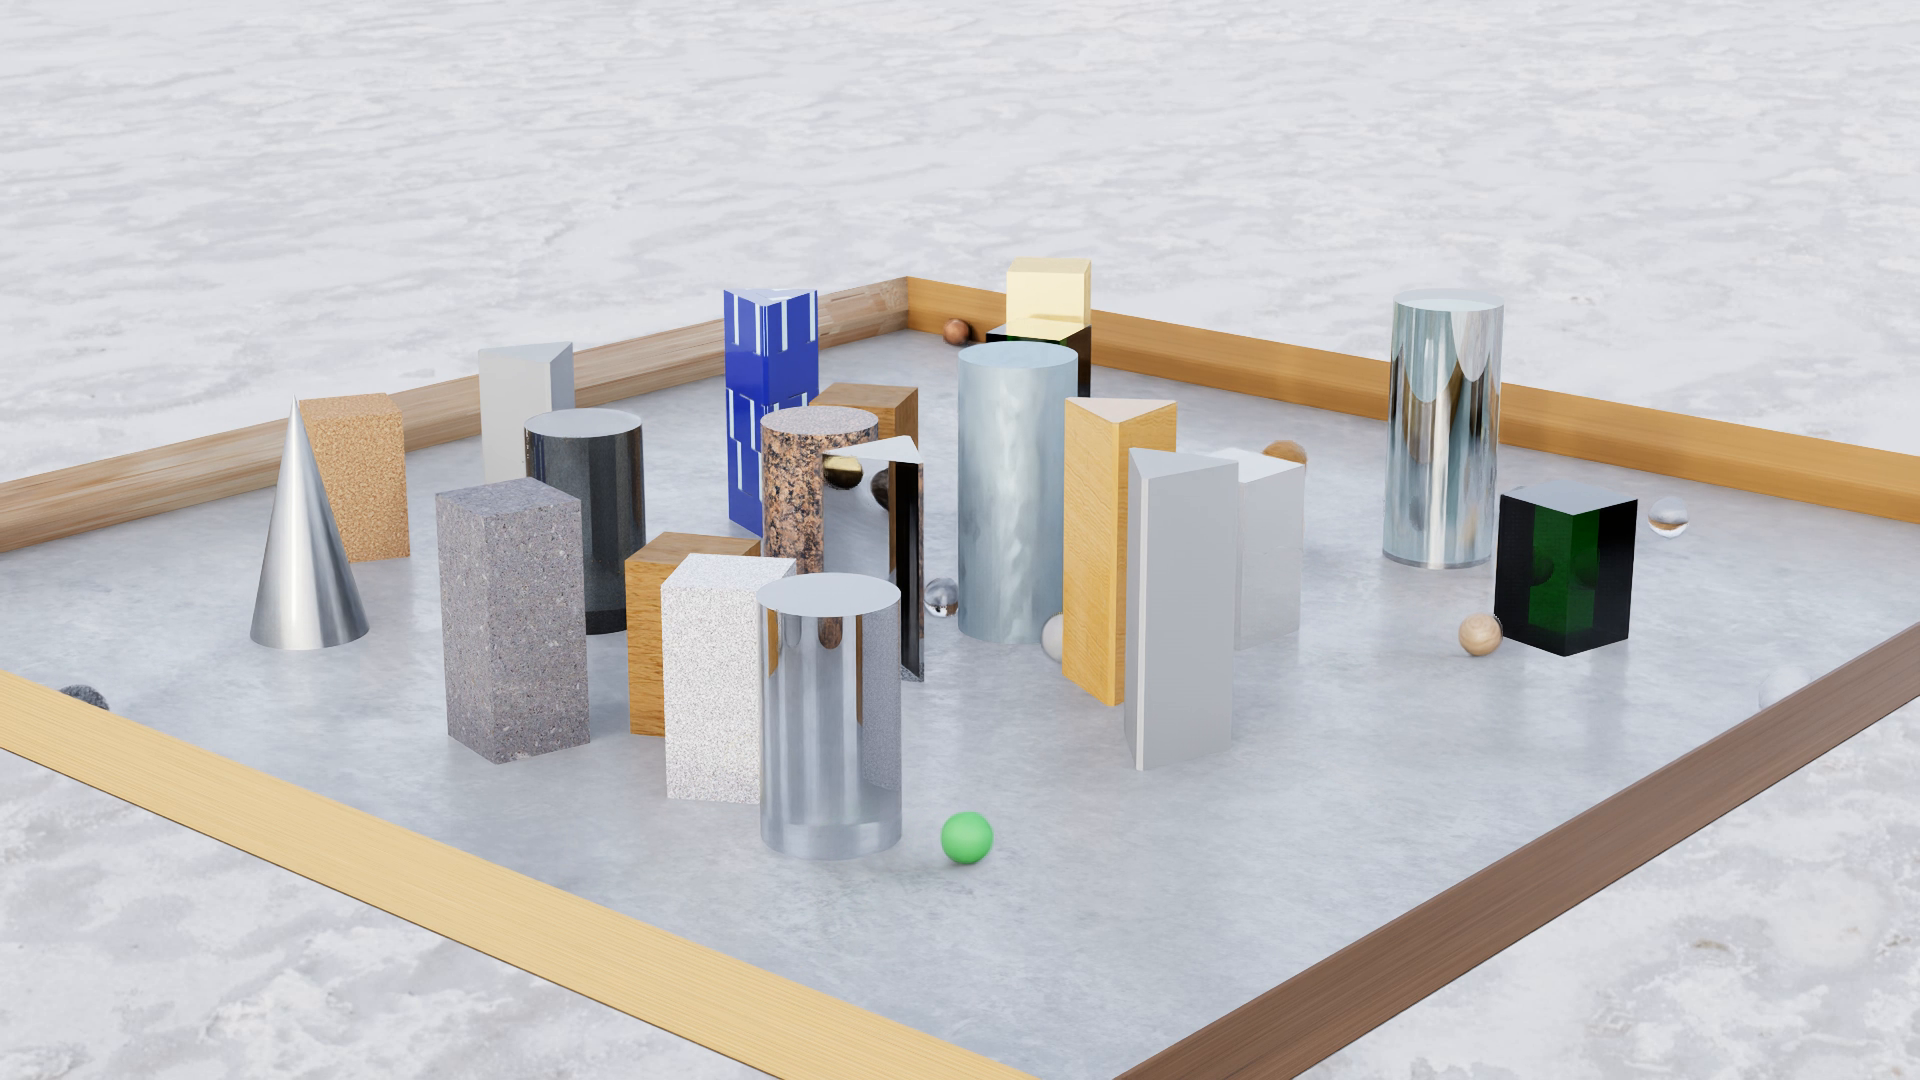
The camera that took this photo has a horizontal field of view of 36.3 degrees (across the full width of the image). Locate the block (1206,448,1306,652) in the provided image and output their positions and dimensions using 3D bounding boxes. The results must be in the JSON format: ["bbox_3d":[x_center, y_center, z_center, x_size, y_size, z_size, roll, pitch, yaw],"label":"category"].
[{"bbox_3d":[0.461,0.013,4.909,0.158,0.289,0.158,16,23,42],"label":"block"}]

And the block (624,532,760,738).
[{"bbox_3d":[-0.404,0.148,4.485,0.158,0.276,0.158,5,17,16],"label":"block"}]

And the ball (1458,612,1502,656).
[{"bbox_3d":[0.854,0.155,4.817,0.071,0.071,0.071,0,17,0],"label":"ball"}]

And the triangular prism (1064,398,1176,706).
[{"bbox_3d":[0.227,0.009,4.631,0.149,0.458,0.172,12,21,35],"label":"triangular prism"}]

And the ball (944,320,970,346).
[{"bbox_3d":[-0.008,-0.494,6.984,0.062,0.062,0.062,0,17,0],"label":"ball"}]

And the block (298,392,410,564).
[{"bbox_3d":[-1.106,-0.113,5.356,0.158,0.272,0.158,-6,18,-21],"label":"block"}]

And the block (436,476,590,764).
[{"bbox_3d":[-0.670,0.119,4.397,0.158,0.382,0.158,-12,20,-34],"label":"block"}]

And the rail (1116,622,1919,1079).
[{"bbox_3d":[1.108,0.310,4.199,0.045,0.129,3.040,14,22,39],"label":"rail"}]

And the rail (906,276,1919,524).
[{"bbox_3d":[0.981,-0.294,6.202,2.982,0.129,0.045,14,22,39],"label":"rail"}]

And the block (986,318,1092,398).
[{"bbox_3d":[0.157,-0.276,5.852,0.158,0.299,0.158,8,18,24],"label":"block"}]

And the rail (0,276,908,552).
[{"bbox_3d":[-1.108,-0.245,6.041,0.045,0.129,3.040,14,22,39],"label":"rail"}]

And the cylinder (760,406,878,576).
[{"bbox_3d":[-0.235,-0.034,4.964,0.198,0.348,0.198,0,17,0],"label":"cylinder"}]

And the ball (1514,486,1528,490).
[{"bbox_3d":[1.070,-0.068,5.564,0.068,0.068,0.068,0,17,0],"label":"ball"}]

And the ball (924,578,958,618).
[{"bbox_3d":[-0.029,0.098,5.009,0.069,0.069,0.069,0,17,0],"label":"ball"}]

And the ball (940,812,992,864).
[{"bbox_3d":[0.008,0.405,3.986,0.072,0.072,0.072,0,17,0],"label":"ball"}]

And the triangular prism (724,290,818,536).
[{"bbox_3d":[-0.375,-0.244,5.493,0.149,0.445,0.172,10,19,29],"label":"triangular prism"}]

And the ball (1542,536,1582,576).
[{"bbox_3d":[1.074,0.030,5.230,0.072,0.072,0.072,0,17,0],"label":"ball"}]

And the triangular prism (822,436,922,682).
[{"bbox_3d":[-0.113,0.025,4.741,0.172,0.364,0.149,6,18,20],"label":"triangular prism"}]

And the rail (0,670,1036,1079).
[{"bbox_3d":[-0.981,0.358,4.038,2.982,0.129,0.045,14,22,39],"label":"rail"}]

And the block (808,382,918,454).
[{"bbox_3d":[-0.172,-0.115,5.310,0.158,0.303,0.158,4,17,14],"label":"block"}]

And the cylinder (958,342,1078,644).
[{"bbox_3d":[0.095,-0.081,4.905,0.198,0.471,0.198,0,17,0],"label":"cylinder"}]

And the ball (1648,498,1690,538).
[{"bbox_3d":[1.320,-0.042,5.461,0.075,0.075,0.075,0,17,0],"label":"ball"}]

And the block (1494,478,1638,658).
[{"bbox_3d":[1.007,0.044,4.885,0.158,0.243,0.158,-12,21,-35],"label":"block"}]

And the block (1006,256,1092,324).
[{"bbox_3d":[0.185,-0.391,6.111,0.158,0.369,0.158,2,17,7],"label":"block"}]

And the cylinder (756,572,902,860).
[{"bbox_3d":[-0.179,0.242,4.045,0.198,0.350,0.198,0,17,0],"label":"cylinder"}]

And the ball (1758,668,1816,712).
[{"bbox_3d":[1.269,0.243,4.481,0.095,0.095,0.095,0,17,0],"label":"ball"}]

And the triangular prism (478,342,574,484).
[{"bbox_3d":[-0.750,-0.159,5.313,0.172,0.385,0.149,12,21,35],"label":"triangular prism"}]

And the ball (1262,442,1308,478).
[{"bbox_3d":[0.633,-0.143,5.757,0.099,0.099,0.099,0,17,0],"label":"ball"}]

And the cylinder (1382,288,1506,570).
[{"bbox_3d":[0.873,-0.202,5.303,0.198,0.474,0.198,0,17,0],"label":"cylinder"}]

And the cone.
[{"bbox_3d":[-1.096,-0.045,4.885,0.198,0.415,0.198,0,17,0],"label":"cone"}]

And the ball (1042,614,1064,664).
[{"bbox_3d":[0.173,0.161,4.777,0.082,0.082,0.082,0,17,0],"label":"ball"}]

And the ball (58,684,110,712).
[{"bbox_3d":[-1.328,0.264,4.417,0.093,0.093,0.093,0,17,0],"label":"ball"}]

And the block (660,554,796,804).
[{"bbox_3d":[-0.329,0.199,4.236,0.158,0.321,0.158,3,17,10],"label":"block"}]

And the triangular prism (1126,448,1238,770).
[{"bbox_3d":[0.295,0.095,4.365,0.172,0.447,0.149,-11,20,-32],"label":"triangular prism"}]

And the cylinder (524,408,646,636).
[{"bbox_3d":[-0.632,-0.033,4.968,0.198,0.343,0.198,0,17,0],"label":"cylinder"}]
